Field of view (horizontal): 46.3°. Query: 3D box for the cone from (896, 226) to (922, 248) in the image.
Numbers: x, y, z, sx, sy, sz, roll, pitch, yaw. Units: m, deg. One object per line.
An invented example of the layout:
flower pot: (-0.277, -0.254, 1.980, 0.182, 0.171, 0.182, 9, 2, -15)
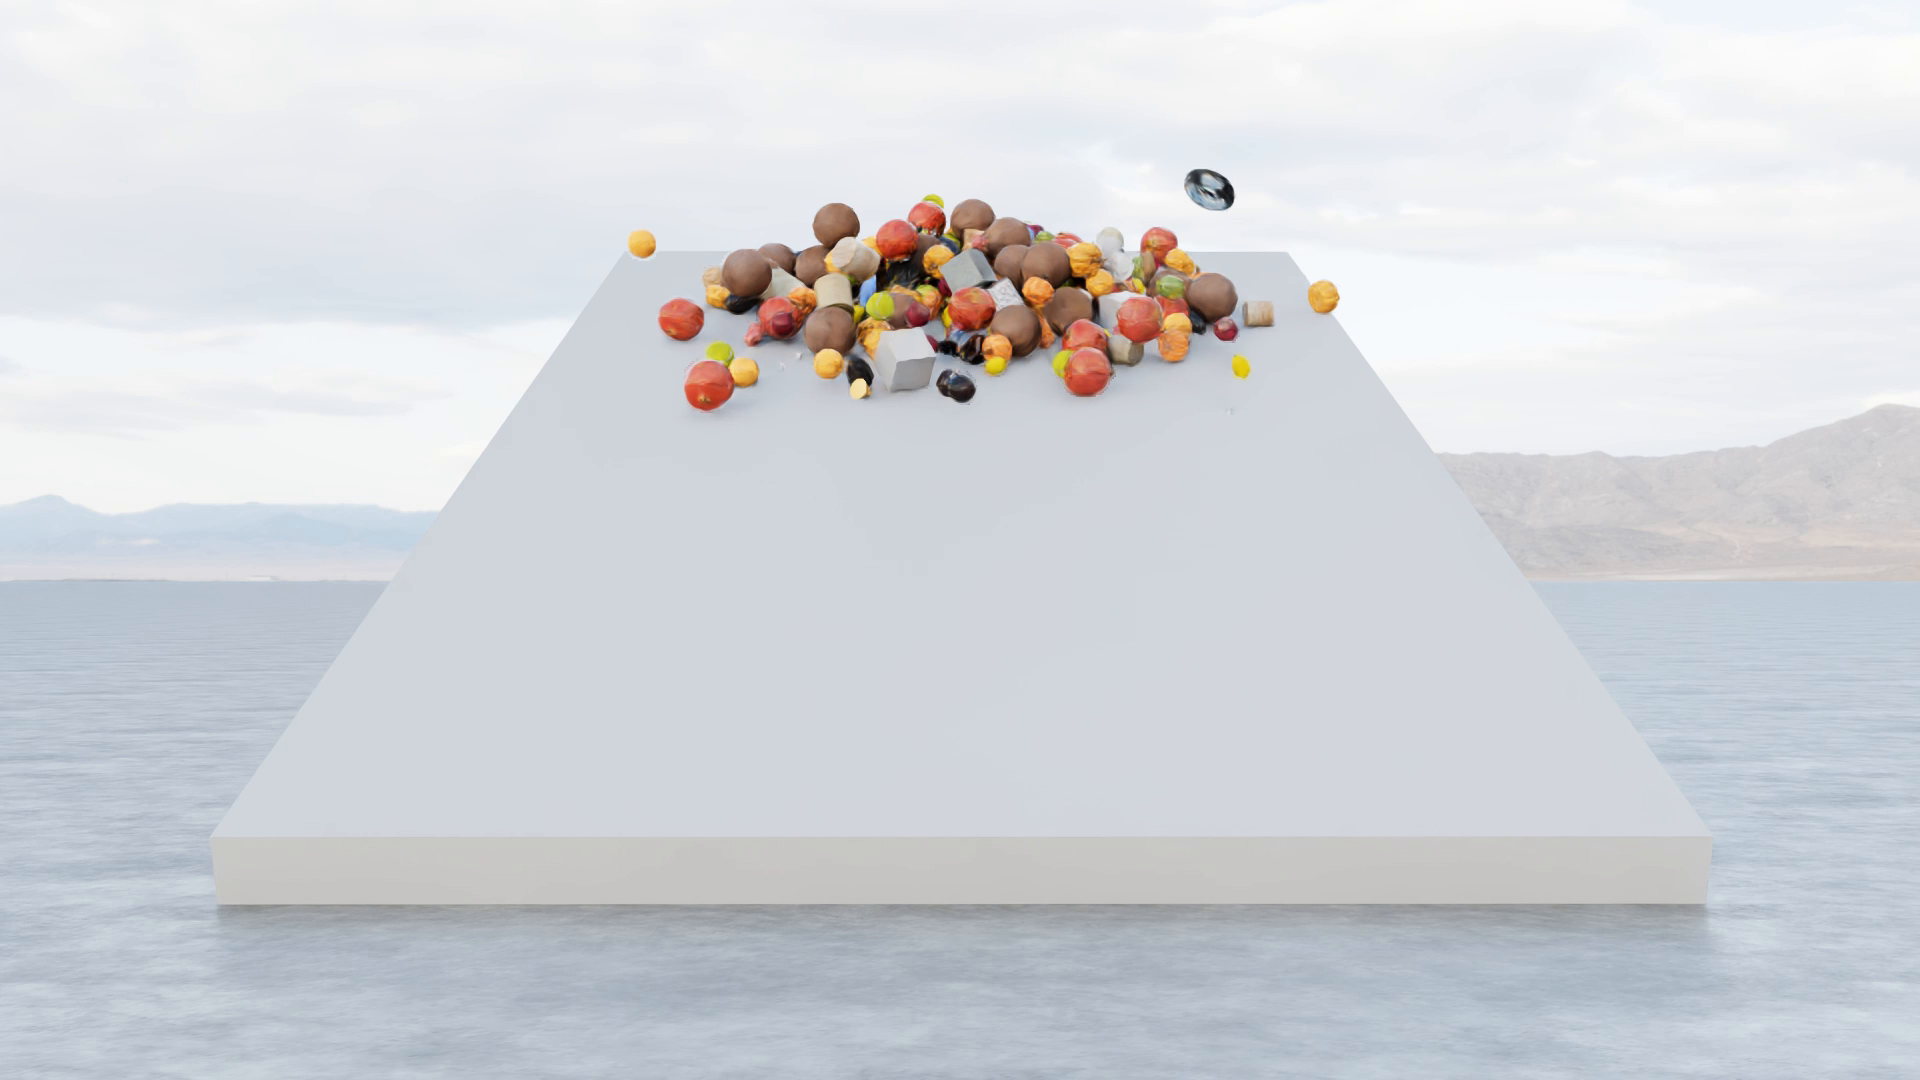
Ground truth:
cone: (-0.146, -0.840, 6.164, 0.067, 0.067, 0.067, 15, 0, 5)

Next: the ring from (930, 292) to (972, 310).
ring: (-0.024, -0.641, 6.022, 0.117, 0.039, 0.117, -1, 16, 0)

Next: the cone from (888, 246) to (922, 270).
cone: (-0.146, -0.782, 6.202, 0.093, 0.093, 0.093, 0, 22, 5)

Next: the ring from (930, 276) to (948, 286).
ring: (-0.015, -0.734, 6.228, 0.148, 0.049, 0.148, 5, 17, -1)

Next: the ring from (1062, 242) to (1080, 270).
ring: (0.306, -0.780, 6.170, 0.029, 0.087, 0.087, -25, -4, 6)

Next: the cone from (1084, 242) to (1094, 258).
cone: (0.401, -0.850, 6.660, 0.051, 0.051, 0.051, 36, -15, -20)

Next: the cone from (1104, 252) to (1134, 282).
cone: (0.424, -0.703, 5.841, 0.078, 0.078, 0.078, 0, -3, 18)

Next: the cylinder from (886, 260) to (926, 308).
cylinder: (-0.146, -0.687, 6.017, 0.091, 0.091, 0.091, 0, -29, 10)

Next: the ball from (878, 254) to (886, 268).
ball: (-0.250, -0.775, 6.357, 0.081, 0.081, 0.081, 0, -1, 0)

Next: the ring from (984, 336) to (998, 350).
ring: (0.056, -0.490, 5.592, 0.078, 0.026, 0.078, 1, 19, 0)

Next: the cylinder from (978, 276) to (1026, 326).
cylinder: (0.107, -0.611, 5.754, 0.094, 0.094, 0.094, -32, 8, 5)

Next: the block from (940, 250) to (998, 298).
block: (0.022, -0.684, 5.775, 0.091, 0.091, 0.091, -31, -8, 24)

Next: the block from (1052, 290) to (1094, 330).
block: (0.289, -0.594, 5.800, 0.086, 0.086, 0.086, -3, 20, -12)

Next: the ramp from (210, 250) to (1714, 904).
ramp: (-0.004, -0.192, 4.896, 2.000, 0.100, 4.000, 0, 18, 0)

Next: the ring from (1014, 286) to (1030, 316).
ring: (0.132, -0.633, 5.955, 0.109, 0.109, 0.036, 3, -46, -3)

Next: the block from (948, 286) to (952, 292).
block: (0.003, -0.691, 6.111, 0.052, 0.052, 0.052, -4, -20, -24)

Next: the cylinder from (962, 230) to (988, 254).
cylinder: (0.040, -0.799, 6.020, 0.063, 0.063, 0.063, 3, 5, 0)

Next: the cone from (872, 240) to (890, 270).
cone: (-0.245, -0.828, 6.500, 0.089, 0.089, 0.089, 0, 18, 0)

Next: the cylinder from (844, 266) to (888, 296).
cylinder: (-0.259, -0.723, 6.188, 0.088, 0.088, 0.088, 1, 14, -40)

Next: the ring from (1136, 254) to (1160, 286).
ring: (0.499, -0.716, 5.948, 0.033, 0.098, 0.098, -30, -10, 16)

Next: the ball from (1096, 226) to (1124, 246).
ball: (0.431, -0.858, 6.439, 0.081, 0.081, 0.081, 0, -1, 0)

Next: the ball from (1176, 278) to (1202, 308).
ball: (0.621, -0.661, 6.016, 0.081, 0.081, 0.081, 0, -1, 0)

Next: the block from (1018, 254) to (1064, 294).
block: (0.223, -0.733, 6.181, 0.087, 0.087, 0.087, 5, 32, 34)

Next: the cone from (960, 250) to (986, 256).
cone: (0.049, -0.767, 6.225, 0.085, 0.085, 0.085, 0, -25, 25)

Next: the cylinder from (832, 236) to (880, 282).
cylinder: (-0.256, -0.687, 5.491, 0.084, 0.084, 0.084, -1, -20, 45)

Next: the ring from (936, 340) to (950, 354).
ring: (-0.018, -0.477, 5.552, 0.079, 0.026, 0.079, 2, 19, -1)

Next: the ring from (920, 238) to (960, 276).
ring: (-0.055, -0.777, 6.164, 0.119, 0.119, 0.040, 0, -21, 22)

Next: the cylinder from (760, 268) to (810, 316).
cylinder: (-0.460, -0.650, 5.881, 0.093, 0.093, 0.093, 36, 14, 22)

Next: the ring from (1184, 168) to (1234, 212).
ring: (0.662, -0.929, 5.956, 0.147, 0.049, 0.147, 25, -22, 11)

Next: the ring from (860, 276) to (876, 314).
ring: (-0.241, -0.649, 5.898, 0.039, 0.116, 0.116, 2, -1, -2)

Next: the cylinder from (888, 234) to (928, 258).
cylinder: (-0.143, -0.822, 6.425, 0.092, 0.092, 0.092, -24, -13, 30)

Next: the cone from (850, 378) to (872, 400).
cone: (-0.216, -0.340, 5.146, 0.050, 0.050, 0.050, -1, -14, 41)

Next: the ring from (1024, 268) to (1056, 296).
ring: (0.218, -0.698, 6.075, 0.094, 0.031, 0.094, 22, -30, 14)

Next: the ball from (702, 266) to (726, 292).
ball: (-0.681, -0.724, 6.224, 0.067, 0.067, 0.067, 0, -1, 0)

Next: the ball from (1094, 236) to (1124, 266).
ball: (0.416, -0.811, 6.295, 0.085, 0.085, 0.085, 0, -1, 0)

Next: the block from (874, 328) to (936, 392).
block: (-0.127, -0.417, 5.188, 0.100, 0.100, 0.100, -10, -39, -24)

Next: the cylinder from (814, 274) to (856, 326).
cylinder: (-0.317, -0.606, 5.656, 0.093, 0.093, 0.093, -8, -29, -5)

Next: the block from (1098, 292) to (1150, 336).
block: (0.421, -0.580, 5.757, 0.092, 0.092, 0.092, -12, 22, -33)

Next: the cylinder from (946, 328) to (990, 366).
cylinder: (0.020, -0.470, 5.452, 0.076, 0.076, 0.076, 1, 19, -36)

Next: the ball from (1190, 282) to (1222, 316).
ball: (0.653, -0.638, 5.942, 0.086, 0.086, 0.086, 0, -1, 0)

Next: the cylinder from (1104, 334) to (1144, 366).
cylinder: (0.398, -0.459, 5.433, 0.069, 0.069, 0.069, 17, 9, 37)

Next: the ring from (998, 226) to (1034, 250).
ring: (0.158, -0.846, 6.281, 0.102, 0.034, 0.102, -5, 39, 4)
